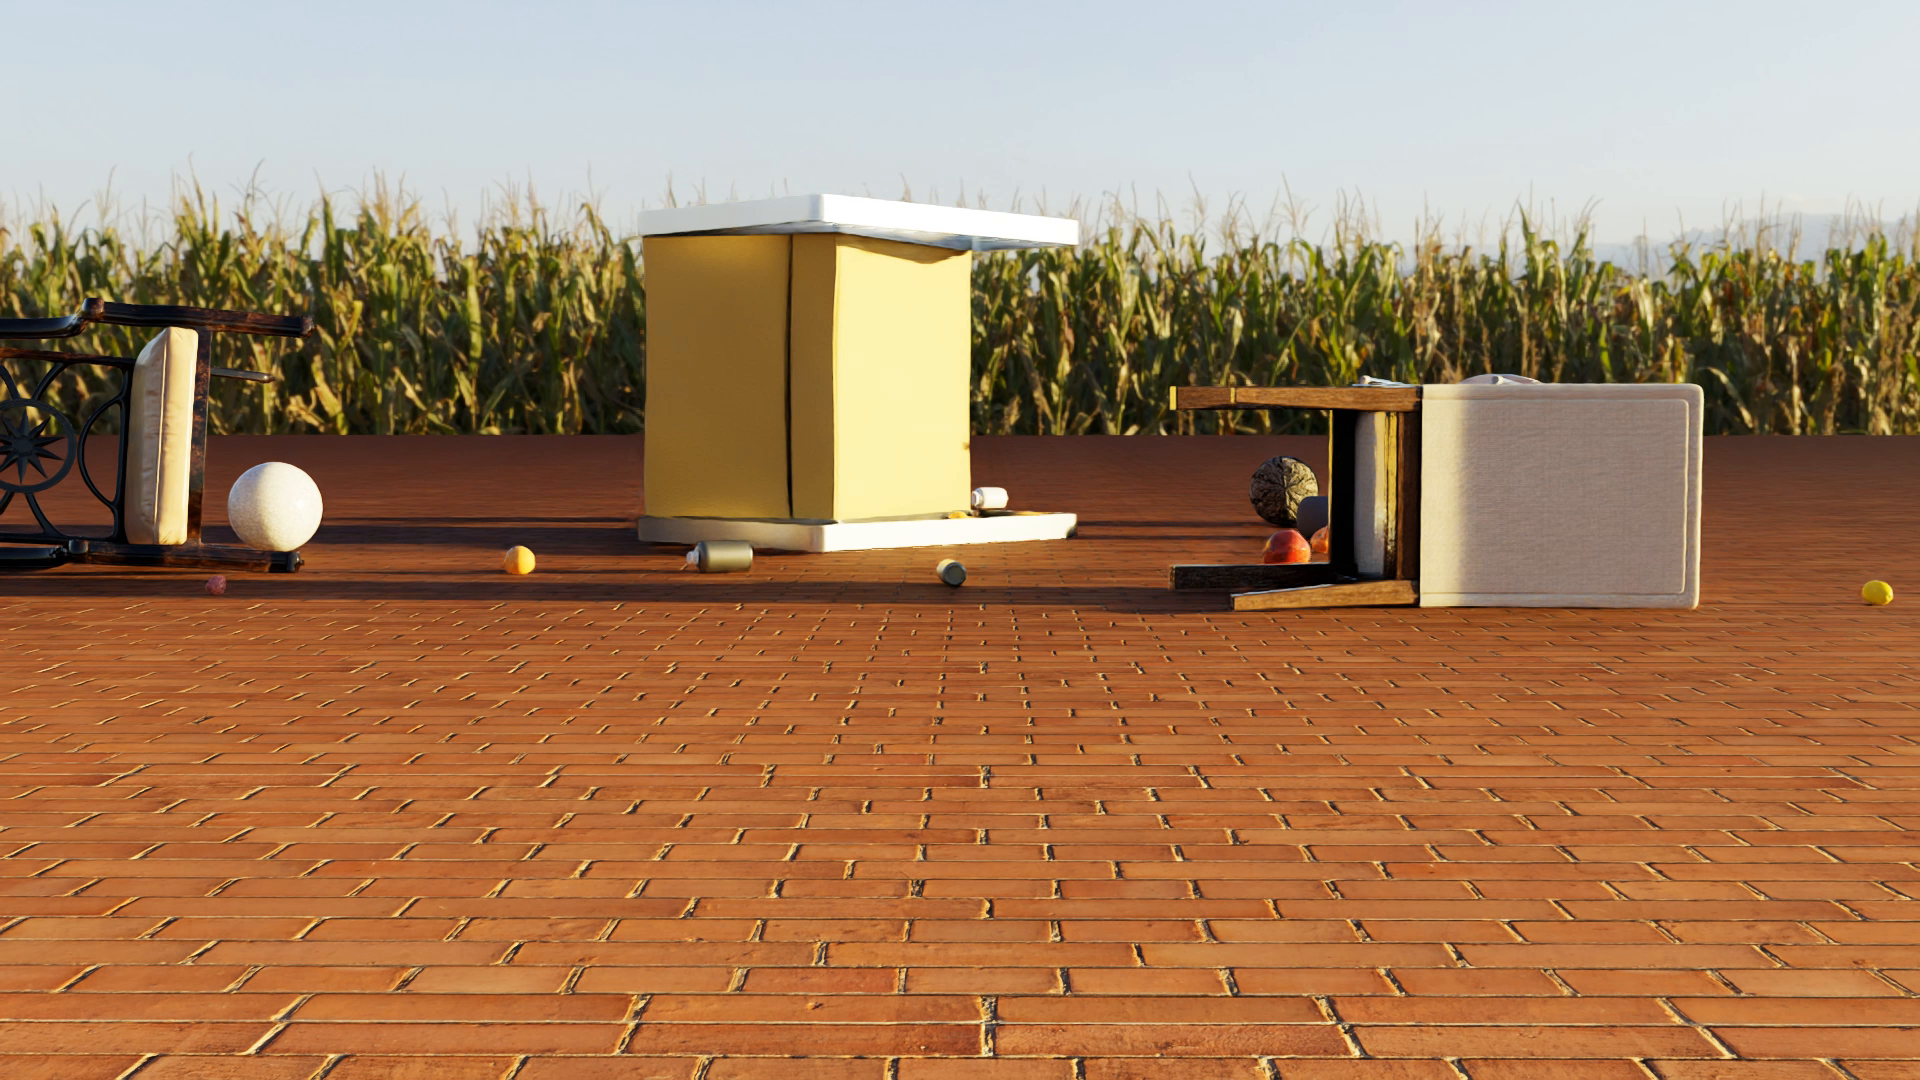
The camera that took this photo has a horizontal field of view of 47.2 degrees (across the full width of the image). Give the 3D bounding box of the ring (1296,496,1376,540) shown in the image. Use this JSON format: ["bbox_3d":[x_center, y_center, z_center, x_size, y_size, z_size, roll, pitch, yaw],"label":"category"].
[{"bbox_3d":[1.130,-0.068,6.613,0.261,0.129,0.192,-1,2,-31],"label":"ring"}]

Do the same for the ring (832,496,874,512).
[{"bbox_3d":[-0.394,-0.132,8.060,0.180,0.057,0.062,-2,2,-35],"label":"ring"}]

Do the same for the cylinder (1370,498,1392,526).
[{"bbox_3d":[1.349,-0.090,7.202,0.112,0.100,0.064,-4,39,-42],"label":"cylinder"}]

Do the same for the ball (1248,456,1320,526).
[{"bbox_3d":[1.065,-0.162,7.223,0.230,0.230,0.230,0,4,0],"label":"ball"}]

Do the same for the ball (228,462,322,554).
[{"bbox_3d":[-1.874,-0.089,6.017,0.249,0.249,0.249,0,4,0],"label":"ball"}]
